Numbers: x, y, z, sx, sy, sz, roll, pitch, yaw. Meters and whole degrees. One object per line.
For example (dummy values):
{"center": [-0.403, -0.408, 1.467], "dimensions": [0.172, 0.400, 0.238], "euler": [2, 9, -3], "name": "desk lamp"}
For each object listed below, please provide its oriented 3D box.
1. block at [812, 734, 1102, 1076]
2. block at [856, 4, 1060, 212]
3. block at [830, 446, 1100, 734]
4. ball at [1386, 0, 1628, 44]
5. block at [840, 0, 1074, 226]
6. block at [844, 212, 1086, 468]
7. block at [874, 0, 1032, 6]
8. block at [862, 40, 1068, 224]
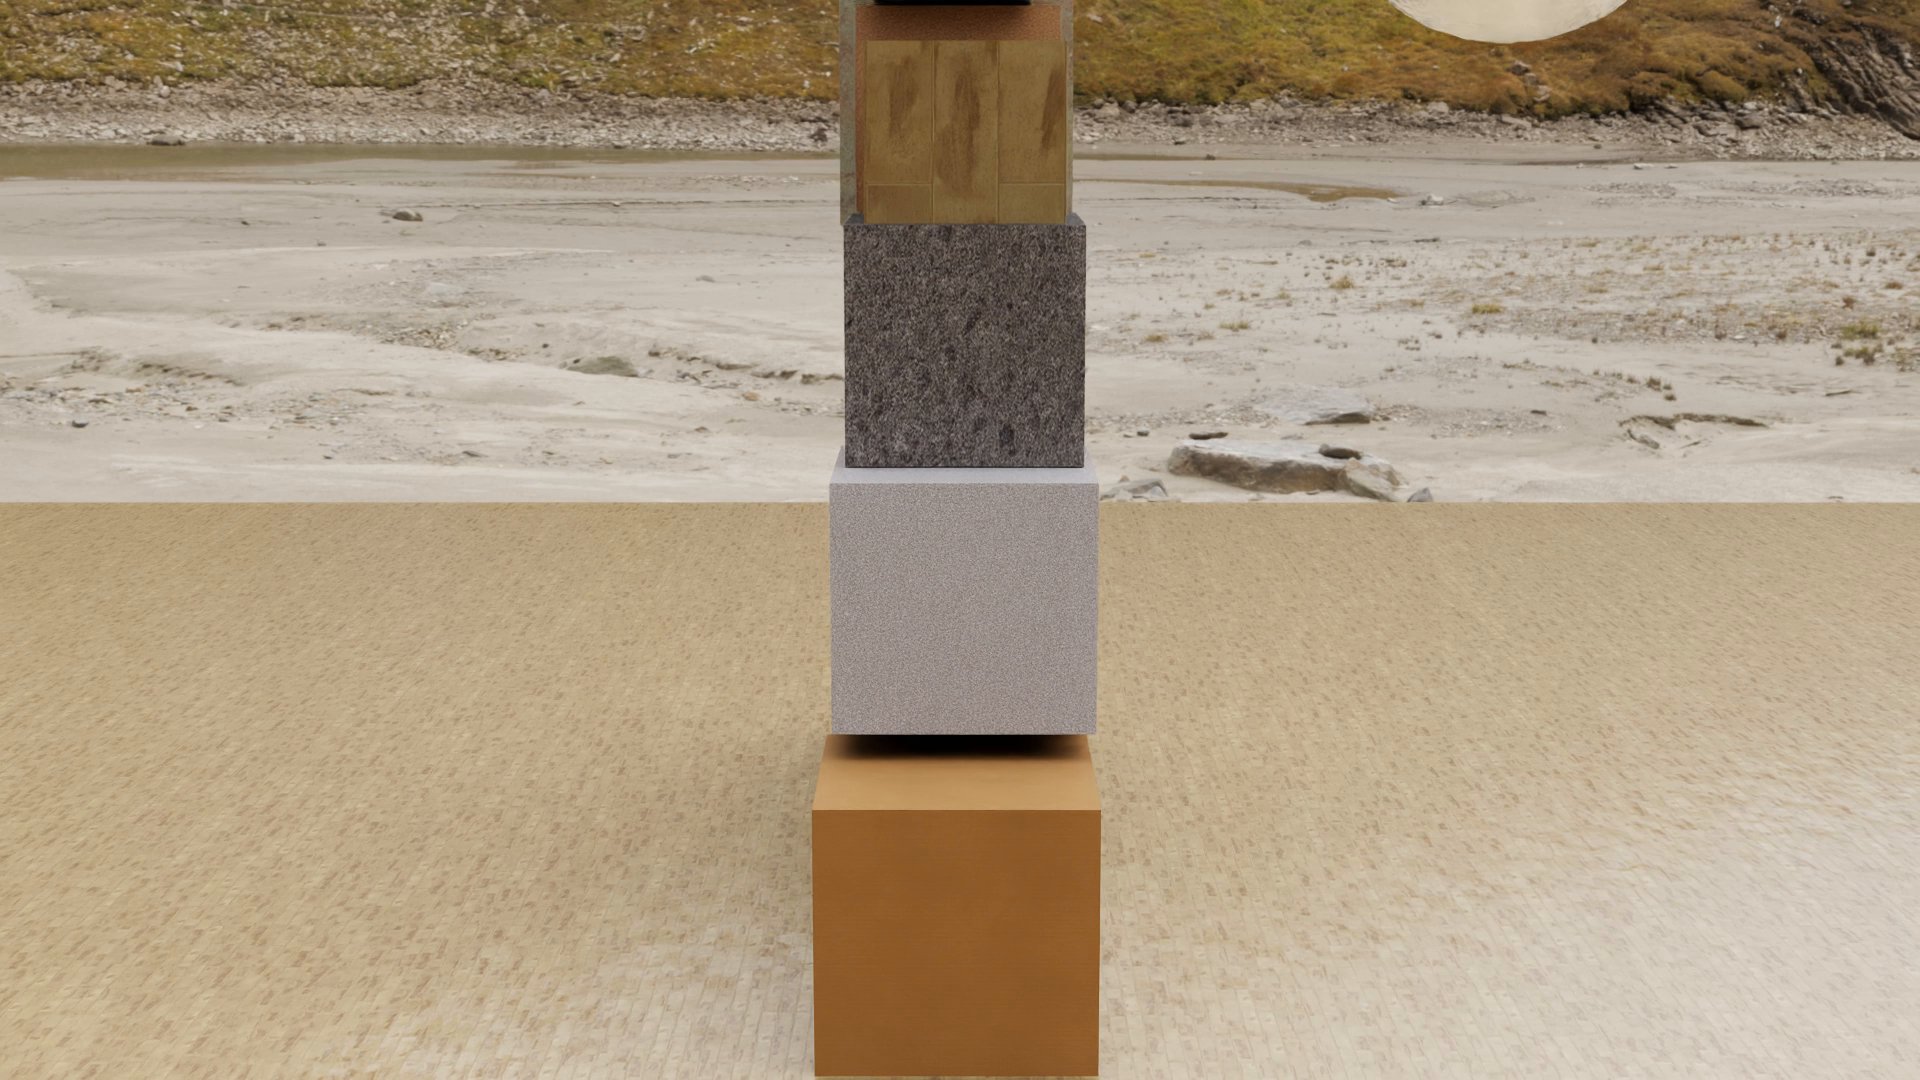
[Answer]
{"center": [-0.012, 1.328, 9.526], "dimensions": [1.007, 0.979, 1.039], "euler": [0, 10, 0], "name": "block"}
{"center": [0.001, -1.773, 10.816], "dimensions": [0.832, 0.863, 0.760], "euler": [0, 5, 2], "name": "block"}
{"center": [0.015, 0.170, 9.925], "dimensions": [0.985, 0.944, 0.974], "euler": [0, 10, 0], "name": "block"}
{"center": [2.295, -2.877, 10.657], "dimensions": [1.600, 1.600, 1.600], "euler": [0, 10, 0], "name": "ball"}
{"center": [-0.005, -1.964, 11.739], "dimensions": [1.022, 1.038, 1.015], "euler": [0, 7, 1], "name": "block"}
{"center": [0.018, -0.803, 10.081], "dimensions": [0.906, 0.914, 0.887], "euler": [0, 10, 0], "name": "block"}
{"center": [-0.027, -2.522, 10.610], "dimensions": [0.646, 0.615, 0.665], "euler": [0, 1, 1], "name": "block"}
{"center": [0.020, -1.594, 9.983], "dimensions": [0.764, 0.678, 0.729], "euler": [0, 10, 0], "name": "block"}
